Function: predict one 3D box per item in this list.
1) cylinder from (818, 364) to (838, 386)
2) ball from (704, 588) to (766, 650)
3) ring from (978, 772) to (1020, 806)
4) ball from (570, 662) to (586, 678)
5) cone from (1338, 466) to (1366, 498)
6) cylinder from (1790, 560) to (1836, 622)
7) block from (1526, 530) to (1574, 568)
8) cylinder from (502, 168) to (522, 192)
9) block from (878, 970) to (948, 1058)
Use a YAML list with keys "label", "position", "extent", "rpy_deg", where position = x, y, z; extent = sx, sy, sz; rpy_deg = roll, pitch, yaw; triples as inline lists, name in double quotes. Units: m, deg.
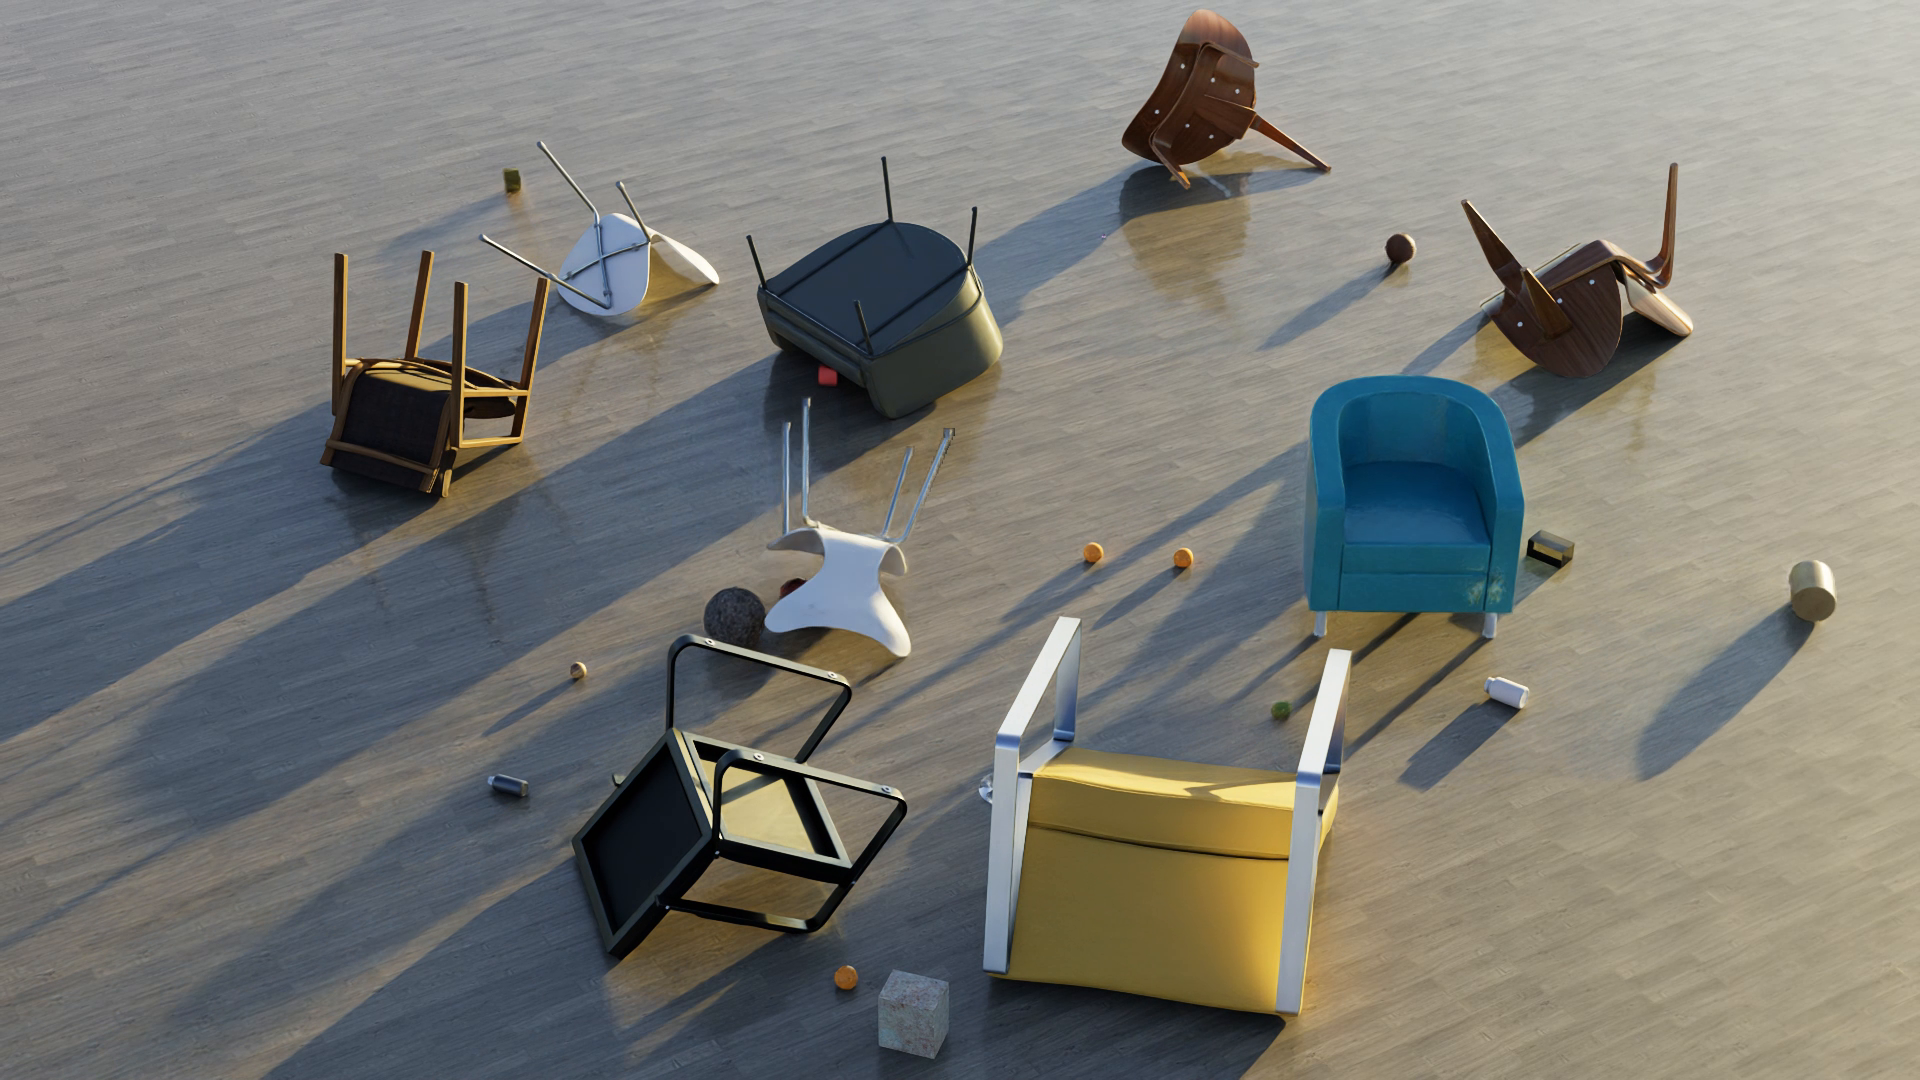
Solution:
- label: "cylinder"
  position: [-0.532, -0.669, 11.878]
  extent: [0.072, 0.089, 0.080]
  rpy_deg: [2, 21, 3]
- label: "ball"
  position: [-0.793, 0.276, 10.325]
  extent: [0.220, 0.220, 0.220]
  rpy_deg: [0, 33, 0]
- label: "ring"
  position: [0.129, 0.819, 9.658]
  extent: [0.133, 0.050, 0.150]
  rpy_deg: [-7, 33, -12]
- label: "ball"
  position: [-1.329, 0.454, 10.203]
  extent: [0.057, 0.057, 0.057]
  rpy_deg: [0, 33, 0]
- label: "cone"
  position: [1.523, -0.203, 11.202]
  extent: [0.102, 0.133, 0.109]
  rpy_deg: [-3, 59, -47]
- label: "cylinder"
  position: [3.061, 0.182, 10.531]
  extent: [0.147, 0.153, 0.170]
  rpy_deg: [-36, 20, 29]
- label: "block"
  position: [2.181, 0.033, 10.831]
  extent: [0.144, 0.069, 0.089]
  rpy_deg: [25, 41, 32]
- label: "cylinder"
  position: [-2.038, -1.635, 13.340]
  extent: [0.065, 0.094, 0.105]
  rpy_deg: [-9, 50, -14]
- label: "block"
  position: [-0.137, 1.398, 8.649]
  extent: [0.174, 0.191, 0.130]
  rpy_deg: [11, 35, 16]
